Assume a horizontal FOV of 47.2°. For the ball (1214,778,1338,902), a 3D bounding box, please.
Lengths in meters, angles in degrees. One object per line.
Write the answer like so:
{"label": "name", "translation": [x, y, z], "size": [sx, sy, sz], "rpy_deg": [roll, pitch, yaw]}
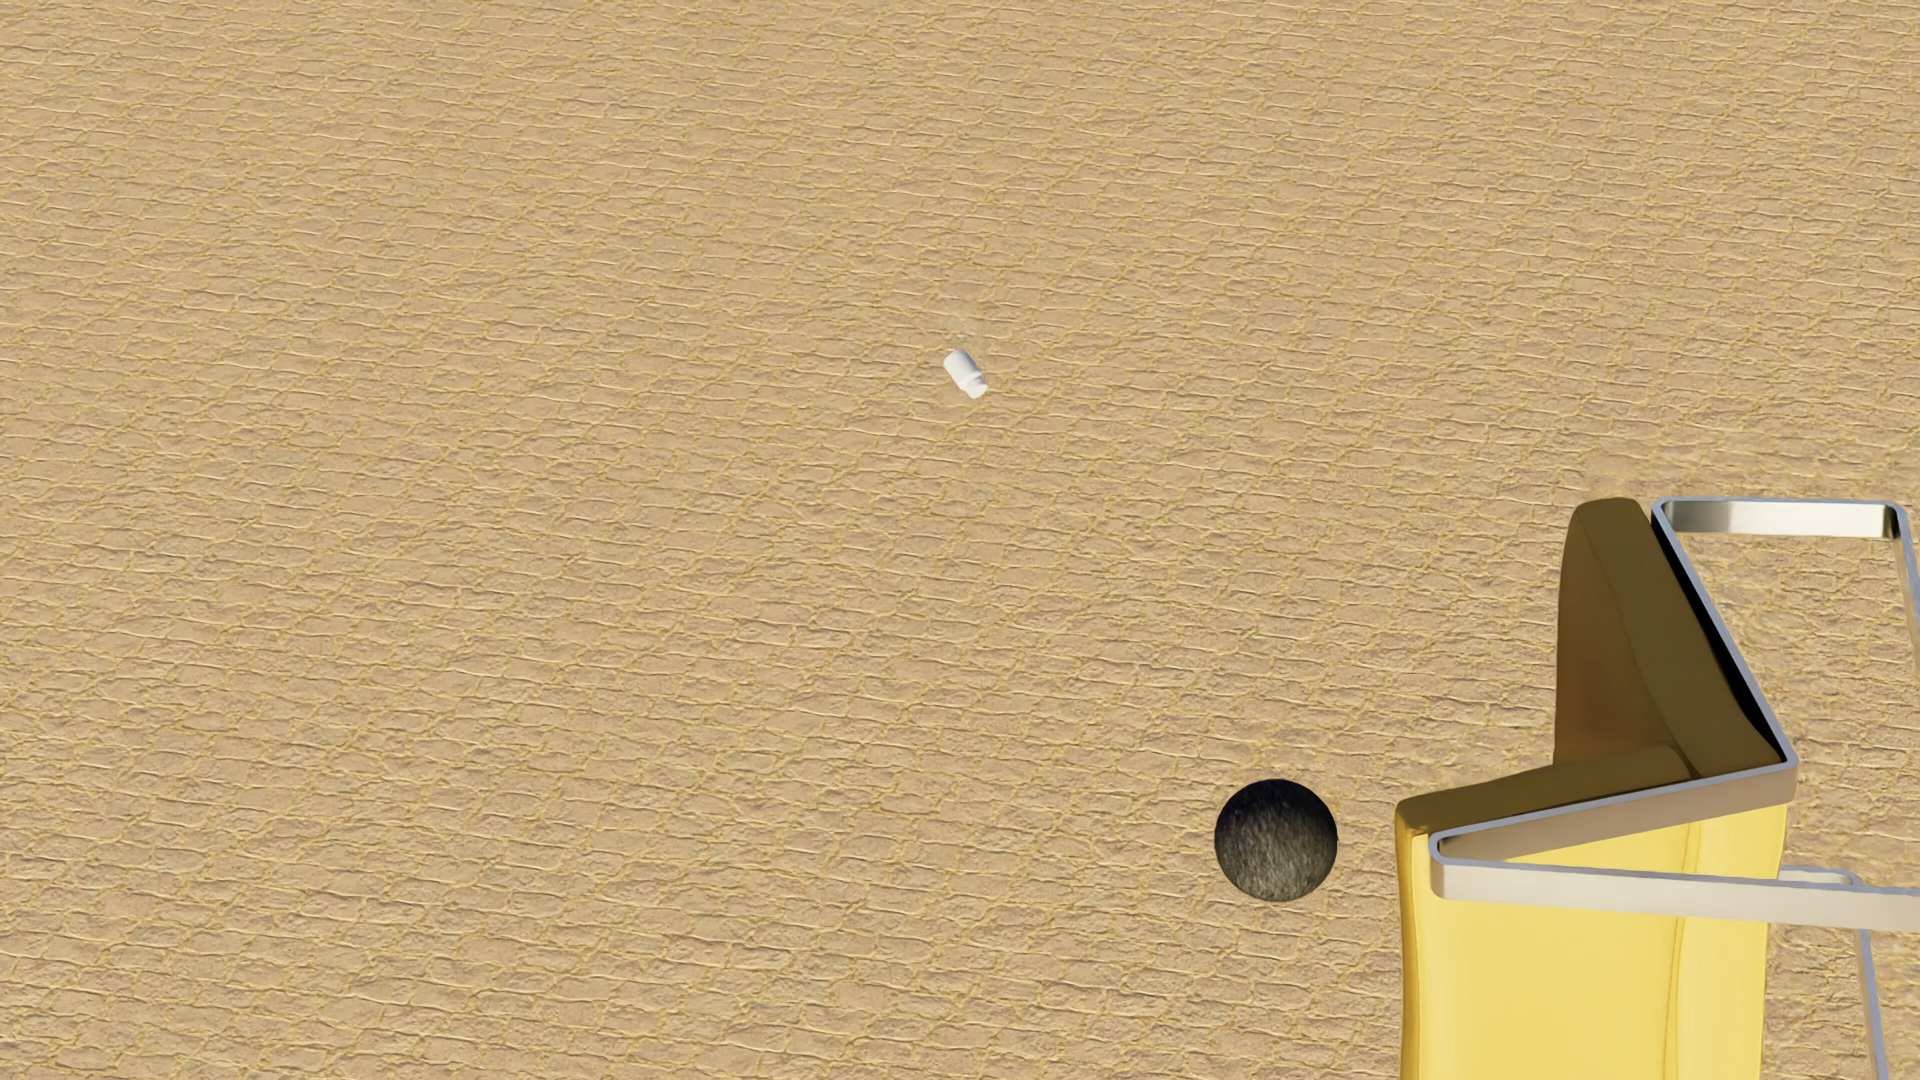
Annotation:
{"label": "ball", "translation": [0.537, 0.511, 3.743], "size": [0.209, 0.209, 0.209], "rpy_deg": [0, 56, 0]}
